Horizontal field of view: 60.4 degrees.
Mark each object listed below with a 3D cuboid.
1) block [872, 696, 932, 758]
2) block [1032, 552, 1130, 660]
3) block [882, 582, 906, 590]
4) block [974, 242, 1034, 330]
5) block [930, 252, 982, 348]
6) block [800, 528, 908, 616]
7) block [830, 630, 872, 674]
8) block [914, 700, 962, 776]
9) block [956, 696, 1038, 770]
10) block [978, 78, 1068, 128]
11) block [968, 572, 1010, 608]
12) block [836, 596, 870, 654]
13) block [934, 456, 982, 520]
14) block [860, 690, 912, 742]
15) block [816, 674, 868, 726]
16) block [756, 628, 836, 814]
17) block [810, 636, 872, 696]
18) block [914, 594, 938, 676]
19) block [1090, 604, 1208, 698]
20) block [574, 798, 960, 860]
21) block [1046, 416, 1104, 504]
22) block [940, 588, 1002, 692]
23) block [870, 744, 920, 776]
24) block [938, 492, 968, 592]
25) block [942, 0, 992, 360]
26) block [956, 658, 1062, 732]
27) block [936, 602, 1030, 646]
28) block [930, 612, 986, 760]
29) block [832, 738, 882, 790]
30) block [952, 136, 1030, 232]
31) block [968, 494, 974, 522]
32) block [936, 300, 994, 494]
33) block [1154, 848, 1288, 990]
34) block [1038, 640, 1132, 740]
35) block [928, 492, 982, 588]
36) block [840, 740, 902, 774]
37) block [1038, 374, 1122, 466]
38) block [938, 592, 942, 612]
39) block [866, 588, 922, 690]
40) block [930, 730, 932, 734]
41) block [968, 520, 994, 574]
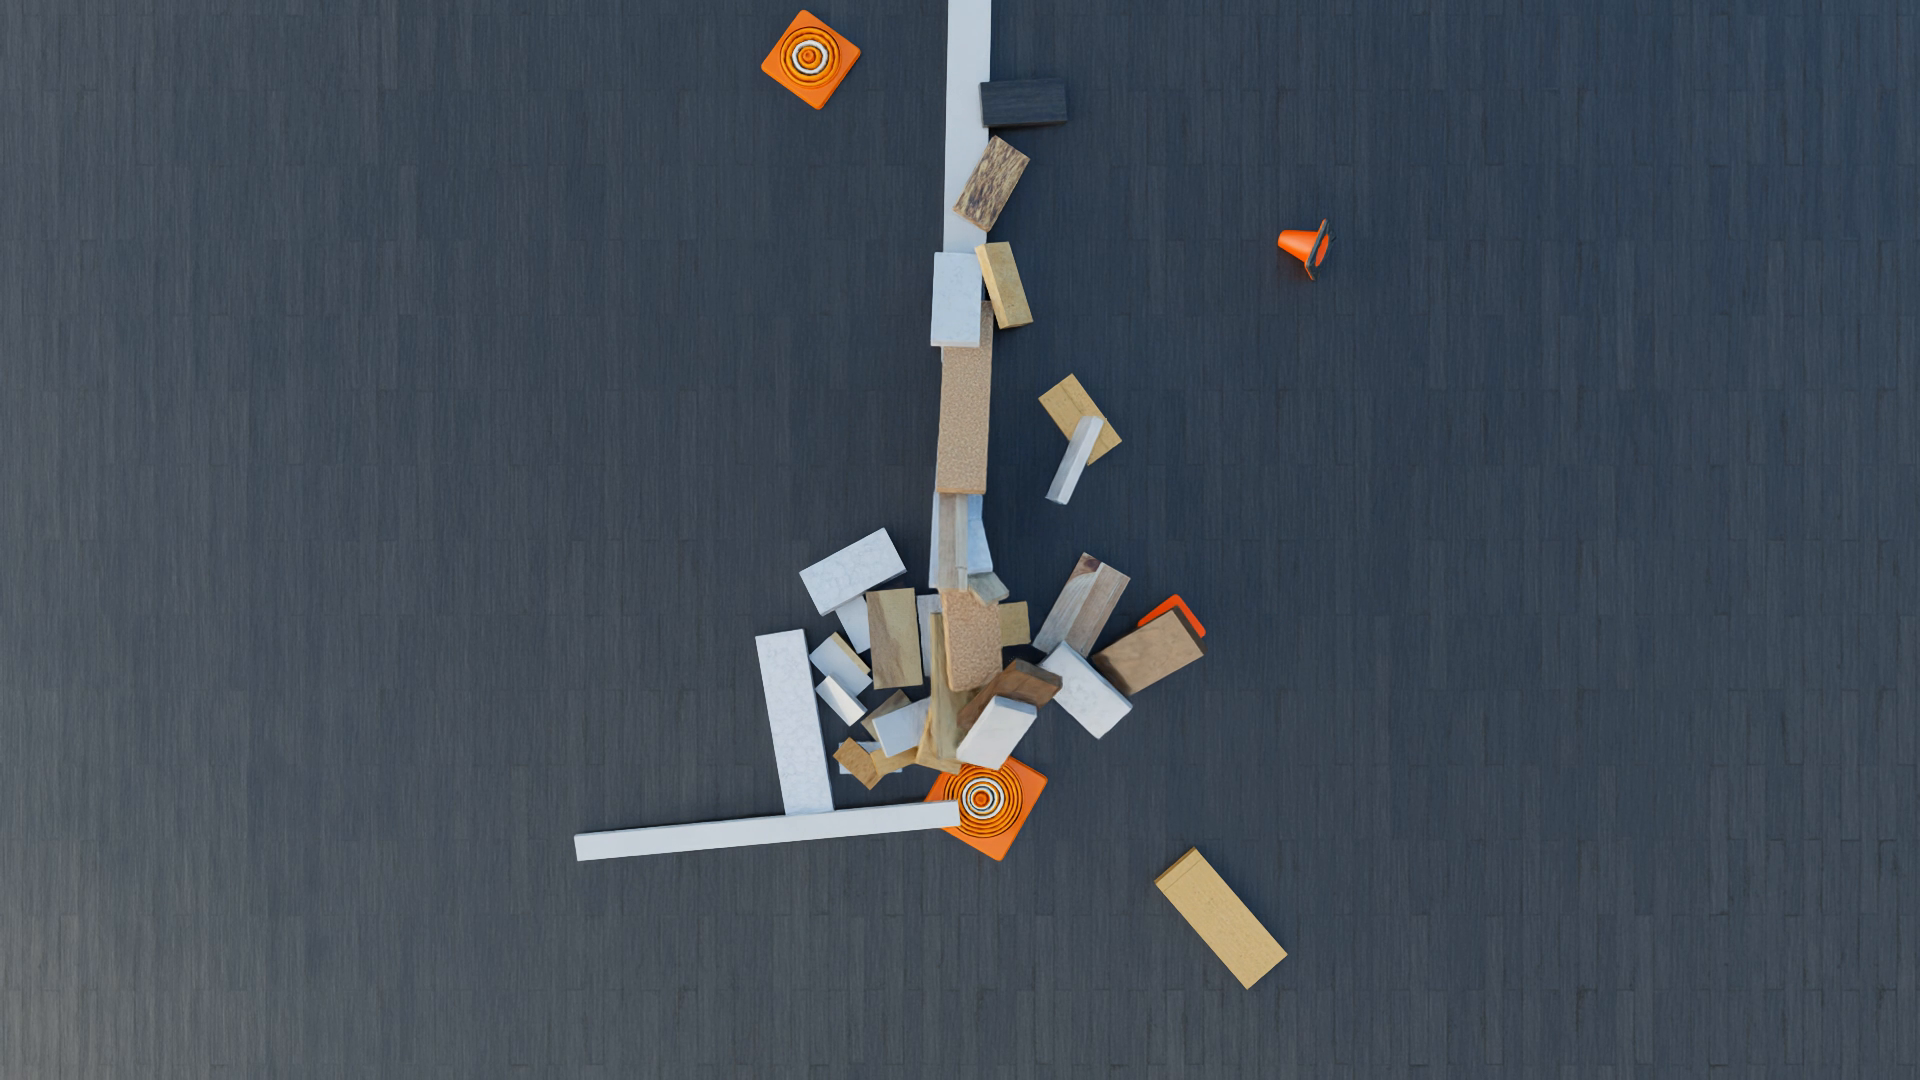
[{"bbox_3d":[-0.144,0.605,5.446,0.266,0.038,0.133,-21,90,-16],"label":"block"},{"bbox_3d":[0.401,0.237,5.475,0.177,0.050,0.355,29,90,0],"label":"block"},{"bbox_3d":[-0.198,0.243,5.464,0.096,0.027,0.193,-22,85,-4],"label":"block"},{"bbox_3d":[0.146,-0.840,5.434,0.040,0.140,0.279,-17,90,40],"label":"block"},{"bbox_3d":[-0.010,-0.785,5.391,0.157,0.045,0.315,2,72,0],"label":"block"},{"bbox_3d":[-0.353,0.106,5.459,0.319,0.045,0.159,-28,76,0],"label":"block"},{"bbox_3d":[-0.360,0.373,5.457,0.024,0.086,0.172,-42,90,0],"label":"block"},{"bbox_3d":[-0.040,0.613,5.426,0.145,0.041,0.291,19,78,-18],"label":"block"},{"bbox_3d":[0.115,0.615,5.237,0.145,0.041,0.291,17,130,-18],"label":"block"},{"bbox_3d":[0.208,-1.446,5.457,0.282,0.040,0.141,-5,91,-9],"label":"block"},{"bbox_3d":[0.066,0.126,5.175,0.091,0.026,0.182,-23,55,-23],"label":"block"},{"bbox_3d":[-0.339,0.265,5.470,0.103,0.029,0.206,-28,81,0],"label":"block"},{"bbox_3d":[-0.003,-0.185,5.423,0.155,0.044,0.311,3,69,0],"label":"block"},{"bbox_3d":[-0.237,0.582,5.473,0.172,0.024,0.086,-40,90,-10],"label":"block"},{"bbox_3d":[-0.395,0.529,5.467,0.172,0.024,0.086,46,123,0],"label":"block"},{"bbox_3d":[-0.545,0.605,5.461,0.159,0.045,0.609,-9,92,3],"label":"block"},{"bbox_3d":[-0.398,0.428,5.485,0.103,0.029,0.206,-44,90,0],"label":"block"},{"bbox_3d":[-0.069,0.310,5.438,0.133,0.038,0.266,-5,90,-14],"label":"block"},{"bbox_3d":[0.615,0.369,5.378,0.355,0.050,0.177,-34,92,34],"label":"block"},{"bbox_3d":[-0.638,0.959,5.452,1.279,0.024,0.085,-6,100,3],"label":"block"},{"bbox_3d":[0.373,-0.261,5.390,0.038,0.133,0.297,24,89,-14],"label":"block"},{"bbox_3d":[0.039,0.301,5.246,0.171,0.049,0.343,-10,108,-17],"label":"block"},{"bbox_3d":[-0.204,0.711,5.450,0.169,0.024,0.085,-19,88,-16],"label":"block"},{"bbox_3d":[-0.022,-0.152,5.271,0.091,0.026,0.706,1,60,-1],"label":"block"},{"bbox_3d":[0.026,-1.450,5.480,0.141,0.040,1.719,1,90,0],"label":"block"},{"bbox_3d":[0.153,0.511,5.209,0.171,0.049,0.343,24,132,-23],"label":"block"},{"bbox_3d":[0.077,0.287,5.438,0.304,0.040,0.140,-6,90,-16],"label":"block"},{"bbox_3d":[-0.004,0.467,5.329,0.171,0.049,0.469,-2,95,-18],"label":"block"},{"bbox_3d":[-0.331,0.738,5.459,0.169,0.024,0.085,42,90,0],"label":"block"},{"bbox_3d":[0.102,-1.175,5.443,0.141,0.040,0.282,31,82,-15],"label":"block"},{"bbox_3d":[0.007,-0.130,5.287,0.074,0.021,0.148,0,60,-2],"label":"block"},{"bbox_3d":[0.018,-0.469,5.336,0.157,0.045,0.661,3,72,0],"label":"block"},{"bbox_3d":[0.865,1.254,5.475,0.177,0.050,0.461,-41,90,0],"label":"block"},{"bbox_3d":[0.399,0.496,5.442,0.315,0.045,0.158,43,109,-4],"label":"block"},{"bbox_3d":[-0.015,0.003,5.305,0.155,0.044,0.311,3,71,-1],"label":"block"},{"bbox_3d":[-0.297,0.722,5.485,0.206,0.029,0.103,-1,90,0],"label":"block"},{"bbox_3d":[0.398,-0.399,5.480,0.139,0.040,0.279,-36,90,0],"label":"block"},{"bbox_3d":[-0.019,0.185,5.371,0.100,0.028,0.200,4,84,-3],"label":"block"},{"bbox_3d":[-0.216,0.324,5.418,0.159,0.045,0.319,-5,84,-3],"label":"block"},{"bbox_3d":[0.012,0.506,5.386,0.145,0.041,0.291,15,90,-18],"label":"block"},{"bbox_3d":[0.041,0.023,5.215,0.091,0.026,0.182,-6,56,-10],"label":"block"}]
